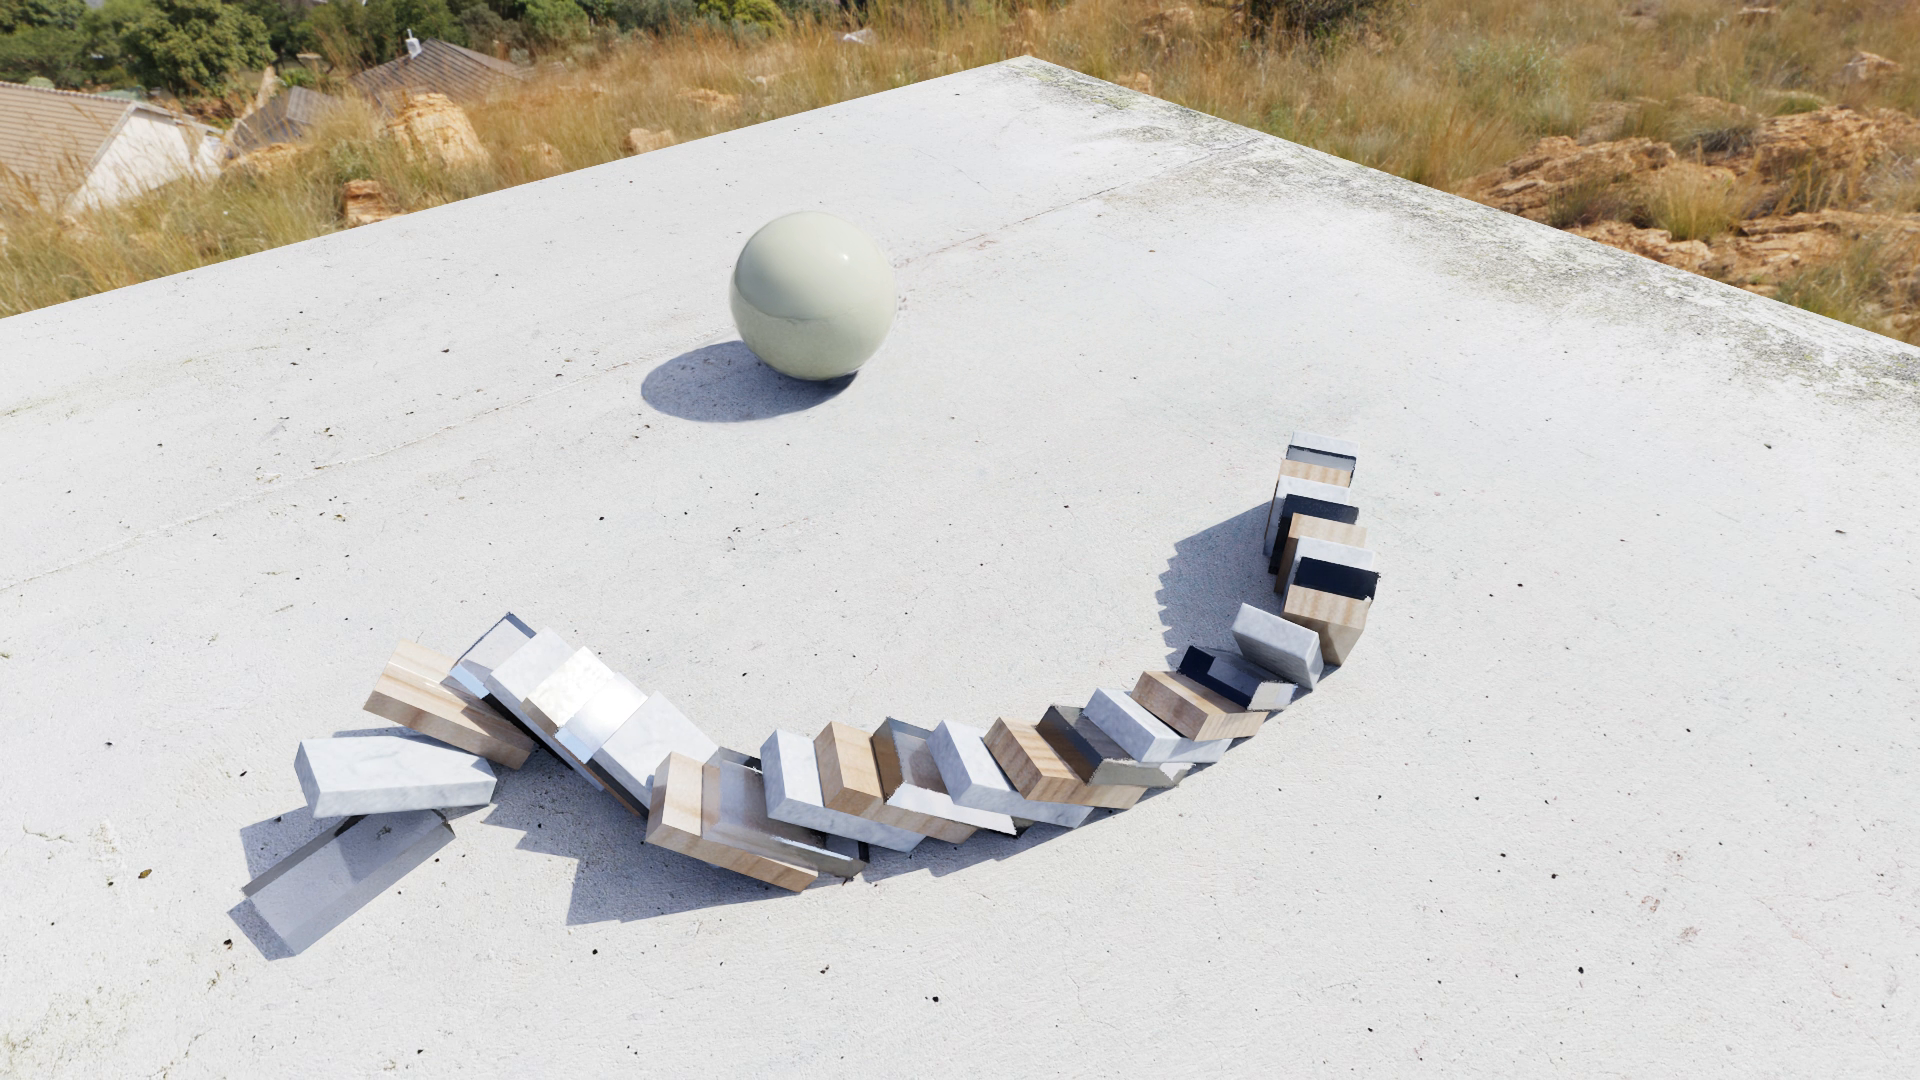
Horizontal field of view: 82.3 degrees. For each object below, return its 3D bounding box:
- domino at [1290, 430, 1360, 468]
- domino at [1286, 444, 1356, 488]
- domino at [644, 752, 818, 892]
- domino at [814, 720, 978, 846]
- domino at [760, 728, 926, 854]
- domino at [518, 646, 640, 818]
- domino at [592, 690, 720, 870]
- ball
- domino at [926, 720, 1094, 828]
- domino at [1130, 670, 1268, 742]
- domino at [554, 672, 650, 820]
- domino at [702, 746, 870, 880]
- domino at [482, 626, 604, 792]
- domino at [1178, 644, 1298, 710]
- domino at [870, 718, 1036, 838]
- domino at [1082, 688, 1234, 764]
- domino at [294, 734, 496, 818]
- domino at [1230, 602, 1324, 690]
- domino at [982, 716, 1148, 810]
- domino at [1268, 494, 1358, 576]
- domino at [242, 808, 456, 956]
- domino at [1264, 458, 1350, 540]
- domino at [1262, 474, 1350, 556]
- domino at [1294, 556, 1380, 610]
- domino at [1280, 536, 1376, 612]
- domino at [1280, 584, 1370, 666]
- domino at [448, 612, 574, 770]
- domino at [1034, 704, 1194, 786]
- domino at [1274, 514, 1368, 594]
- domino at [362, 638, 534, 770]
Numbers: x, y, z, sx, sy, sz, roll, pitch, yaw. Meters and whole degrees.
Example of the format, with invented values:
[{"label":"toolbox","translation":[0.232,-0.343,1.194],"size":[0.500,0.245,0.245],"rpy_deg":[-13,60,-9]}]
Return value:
[{"label":"domino","translation":[0.143,-0.025,0.443],"size":[0.025,0.050,0.010],"rpy_deg":[13,67,15]},{"label":"domino","translation":[0.139,-0.019,0.435],"size":[0.025,0.050,0.009],"rpy_deg":[13,67,15]},{"label":"domino","translation":[-0.065,0.082,0.320],"size":[0.050,0.010,0.025],"rpy_deg":[29,31,-27]},{"label":"domino","translation":[-0.019,0.073,0.331],"size":[0.050,0.010,0.025],"rpy_deg":[25,27,-32]},{"label":"domino","translation":[-0.035,0.075,0.328],"size":[0.050,0.009,0.025],"rpy_deg":[25,28,-33]},{"label":"domino","translation":[-0.110,0.060,0.347],"size":[0.050,0.010,0.025],"rpy_deg":[45,45,-5]},{"label":"domino","translation":[-0.083,0.072,0.332],"size":[0.050,0.010,0.025],"rpy_deg":[45,46,-7]},{"label":"ball","translation":[-0.071,-0.117,0.531],"size":[0.080,0.080,0.080],"rpy_deg":[0,39,0]},{"label":"domino","translation":[0.016,0.071,0.334],"size":[0.050,0.009,0.025],"rpy_deg":[21,26,-36]},{"label":"domino","translation":[0.078,0.053,0.357],"size":[0.025,0.009,0.050],"rpy_deg":[34,14,34]},{"label":"domino","translation":[-0.097,0.067,0.339],"size":[0.050,0.010,0.025],"rpy_deg":[44,46,-5]},{"label":"domino","translation":[-0.051,0.080,0.322],"size":[0.050,0.009,0.025],"rpy_deg":[26,32,-30]},{"label":"domino","translation":[-0.125,0.054,0.354],"size":[0.050,0.010,0.025],"rpy_deg":[44,44,-5]},{"label":"domino","translation":[0.093,0.046,0.364],"size":[0.025,0.010,0.050],"rpy_deg":[28,7,30]},{"label":"domino","translation":[-0.002,0.072,0.333],"size":[0.050,0.010,0.025],"rpy_deg":[24,28,-31]},{"label":"domino","translation":[0.064,0.059,0.349],"size":[0.050,0.009,0.025],"rpy_deg":[13,21,-49]},{"label":"domino","translation":[-0.172,0.071,0.336],"size":[0.050,0.010,0.025],"rpy_deg":[7,23,-46]},{"label":"domino","translation":[0.108,0.037,0.370],"size":[0.025,0.050,0.009],"rpy_deg":[23,81,26]},{"label":"domino","translation":[0.033,0.069,0.337],"size":[0.050,0.009,0.025],"rpy_deg":[17,24,-42]},{"label":"domino","translation":[0.131,0.001,0.411],"size":[0.025,0.050,0.009],"rpy_deg":[13,67,15]},{"label":"domino","translation":[-0.180,0.096,0.327],"size":[0.025,0.010,0.050],"rpy_deg":[26,46,28]},{"label":"domino","translation":[0.134,-0.013,0.428],"size":[0.025,0.050,0.009],"rpy_deg":[13,67,15]},{"label":"domino","translation":[0.131,-0.006,0.420],"size":[0.025,0.050,0.010],"rpy_deg":[13,67,15]},{"label":"domino","translation":[0.128,0.022,0.385],"size":[0.025,0.050,0.010],"rpy_deg":[13,69,15]},{"label":"domino","translation":[0.130,0.015,0.394],"size":[0.025,0.050,0.009],"rpy_deg":[13,69,15]},{"label":"domino","translation":[0.122,0.030,0.377],"size":[0.025,0.050,0.009],"rpy_deg":[13,73,15]},{"label":"domino","translation":[-0.138,0.049,0.361],"size":[0.050,0.010,0.025],"rpy_deg":[42,44,-8]},{"label":"domino","translation":[0.049,0.064,0.343],"size":[0.050,0.009,0.025],"rpy_deg":[14,22,-46]},{"label":"domino","translation":[0.131,0.008,0.402],"size":[0.025,0.050,0.010],"rpy_deg":[13,67,15]},{"label":"domino","translation":[-0.161,0.053,0.355],"size":[0.050,0.009,0.025],"rpy_deg":[30,27,-23]}]
